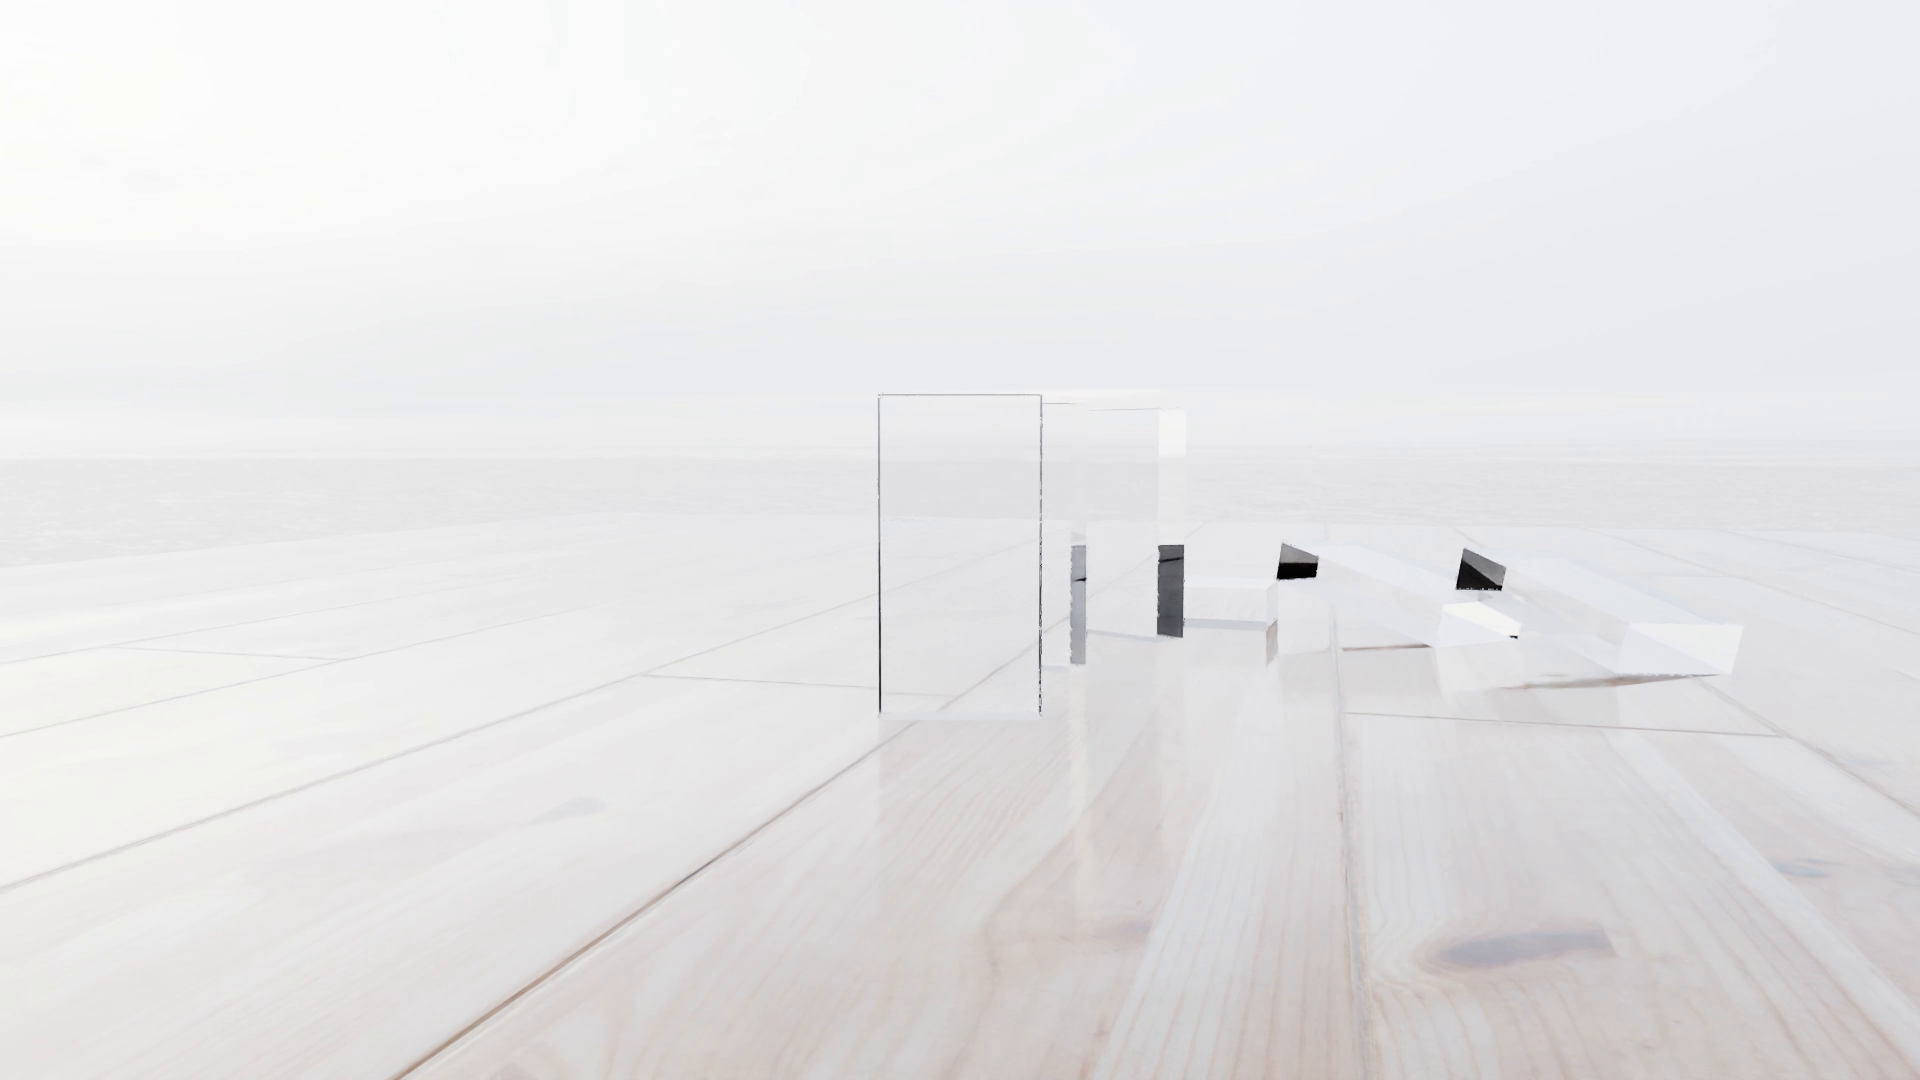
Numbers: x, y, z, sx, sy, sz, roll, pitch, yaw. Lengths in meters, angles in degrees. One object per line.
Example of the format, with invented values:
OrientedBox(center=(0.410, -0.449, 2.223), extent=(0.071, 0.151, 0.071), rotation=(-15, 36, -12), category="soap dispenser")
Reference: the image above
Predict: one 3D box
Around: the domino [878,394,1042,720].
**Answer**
OrientedBox(center=(0.000, 0.002, 0.201), extent=(0.025, 0.050, 0.009), rotation=(0, 4, 0), category="domino")

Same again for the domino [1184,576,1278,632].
OrientedBox(center=(0.050, 0.014, 0.312), extent=(0.050, 0.009, 0.025), rotation=(2, 5, 20), category="domino")

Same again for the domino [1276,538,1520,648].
OrientedBox(center=(0.099, 0.011, 0.294), extent=(0.025, 0.009, 0.050), rotation=(-2, 16, -28), category="domino")

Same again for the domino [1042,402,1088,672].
OrientedBox(center=(0.011, -0.001, 0.246), extent=(0.025, 0.050, 0.010), rotation=(2, 5, 24), category="domino")

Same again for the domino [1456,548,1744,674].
OrientedBox(center=(0.125, 0.013, 0.256), extent=(0.025, 0.009, 0.050), rotation=(2, 15, -13), category="domino")

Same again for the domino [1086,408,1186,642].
OrientedBox(center=(0.037, -0.004, 0.285), extent=(0.009, 0.050, 0.025), rotation=(-4, 6, -44), category="domino")
